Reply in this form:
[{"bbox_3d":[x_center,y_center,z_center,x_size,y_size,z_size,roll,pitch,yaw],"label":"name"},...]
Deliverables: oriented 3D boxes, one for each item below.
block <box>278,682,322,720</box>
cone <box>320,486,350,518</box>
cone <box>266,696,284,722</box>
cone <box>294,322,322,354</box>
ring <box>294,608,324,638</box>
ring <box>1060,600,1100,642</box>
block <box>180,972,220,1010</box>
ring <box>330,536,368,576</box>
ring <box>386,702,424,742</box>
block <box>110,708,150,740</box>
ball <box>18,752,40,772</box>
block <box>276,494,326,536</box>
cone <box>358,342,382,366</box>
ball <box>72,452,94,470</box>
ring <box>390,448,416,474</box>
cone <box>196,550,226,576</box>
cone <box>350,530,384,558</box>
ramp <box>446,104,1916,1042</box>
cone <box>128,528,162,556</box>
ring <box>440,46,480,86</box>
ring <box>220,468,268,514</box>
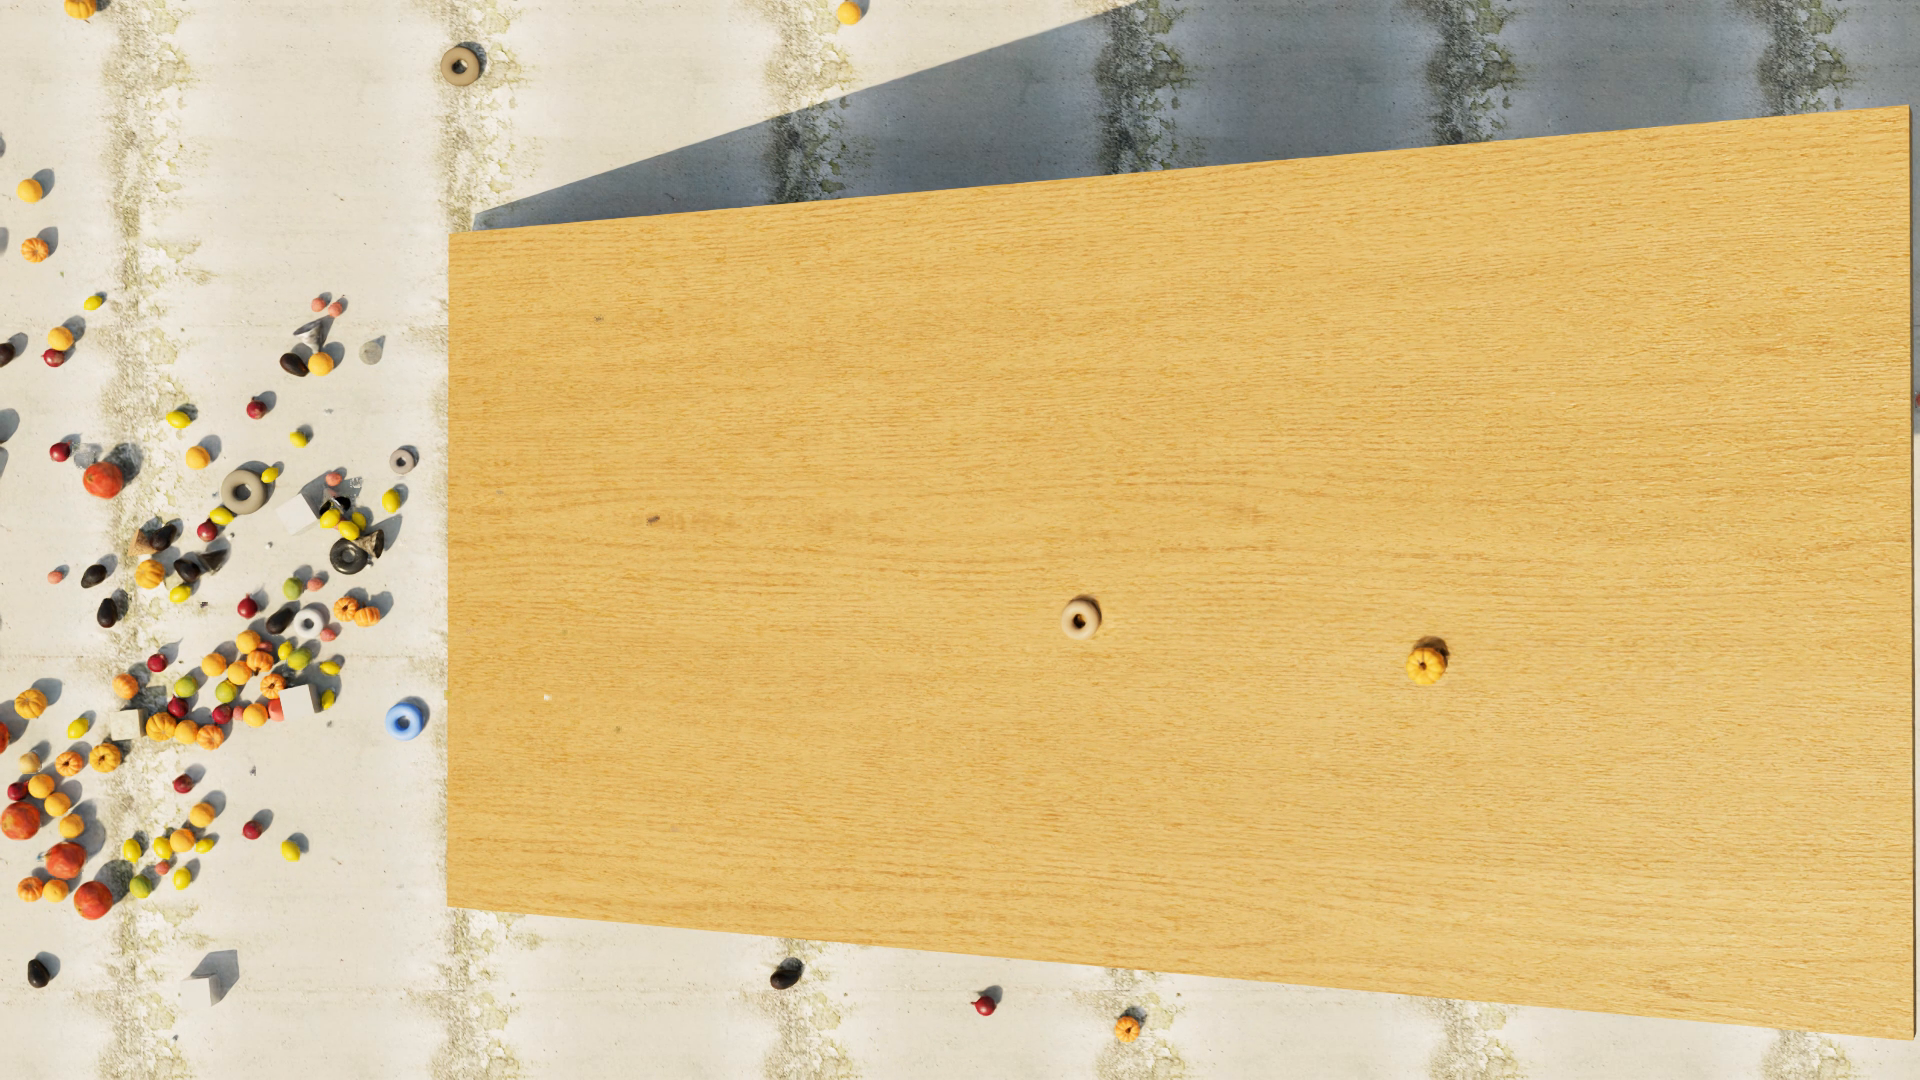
[{"bbox_3d":[-1.970,0.483,6.573,0.090,0.090,0.090,-13,89,0],"label":"block"},{"bbox_3d":[-1.894,-0.132,6.603,0.097,0.097,0.097,-34,63,0],"label":"cone"},{"bbox_3d":[-2.050,0.509,6.580,0.077,0.077,0.077,0,89,0],"label":"cone"},{"bbox_3d":[-1.943,-0.597,6.610,0.090,0.090,0.090,-20,116,0],"label":"cone"},{"bbox_3d":[-1.955,0.249,6.605,0.094,0.031,0.094,0,91,0],"label":"ring"},{"bbox_3d":[0.304,0.204,5.569,0.106,0.035,0.106,0,90,26],"label":"ring"},{"bbox_3d":[-2.268,1.348,6.566,0.086,0.086,0.086,-6,89,0],"label":"block"},{"bbox_3d":[-1.835,0.048,6.604,0.116,0.039,0.116,0,90,-1],"label":"ring"},{"bbox_3d":[-1.668,0.546,6.598,0.116,0.039,0.116,0,89,1],"label":"ring"},{"bbox_3d":[-2.481,0.550,6.576,0.084,0.084,0.084,-6,89,0],"label":"block"},{"bbox_3d":[-2.787,0.666,6.586,0.060,0.060,0.060,0,89,0],"label":"ball"},{"bbox_3d":[-1.973,-0.075,6.578,0.092,0.092,0.092,-32,89,0],"label":"block"},{"bbox_3d":[-1.777,-0.563,6.593,0.072,0.072,0.072,0,89,0],"label":"cone"},{"bbox_3d":[-2.631,-0.238,6.598,0.056,0.056,0.056,0,89,0],"label":"ball"},{"bbox_3d":[-1.678,-0.236,6.613,0.078,0.026,0.078,0,89,1],"label":"ring"},{"bbox_3d":[-2.234,0.051,6.605,0.081,0.081,0.081,47,63,0],"label":"cone"},{"bbox_3d":[-1.782,0.007,6.580,0.090,0.090,0.090,6,89,3],"label":"cone"},{"bbox_3d":[0.278,0.078,5.660,4.000,0.100,2.000,0,89,27],"label":"ramp"},{"bbox_3d":[-2.439,0.022,6.603,0.089,0.089,0.089,22,89,-26],"label":"cone"},{"bbox_3d":[-1.503,-1.425,6.619,0.121,0.040,0.121,0,90,-1],"label":"ring"},{"bbox_3d":[-2.149,-0.145,6.602,0.139,0.046,0.139,0,91,0],"label":"ring"}]
